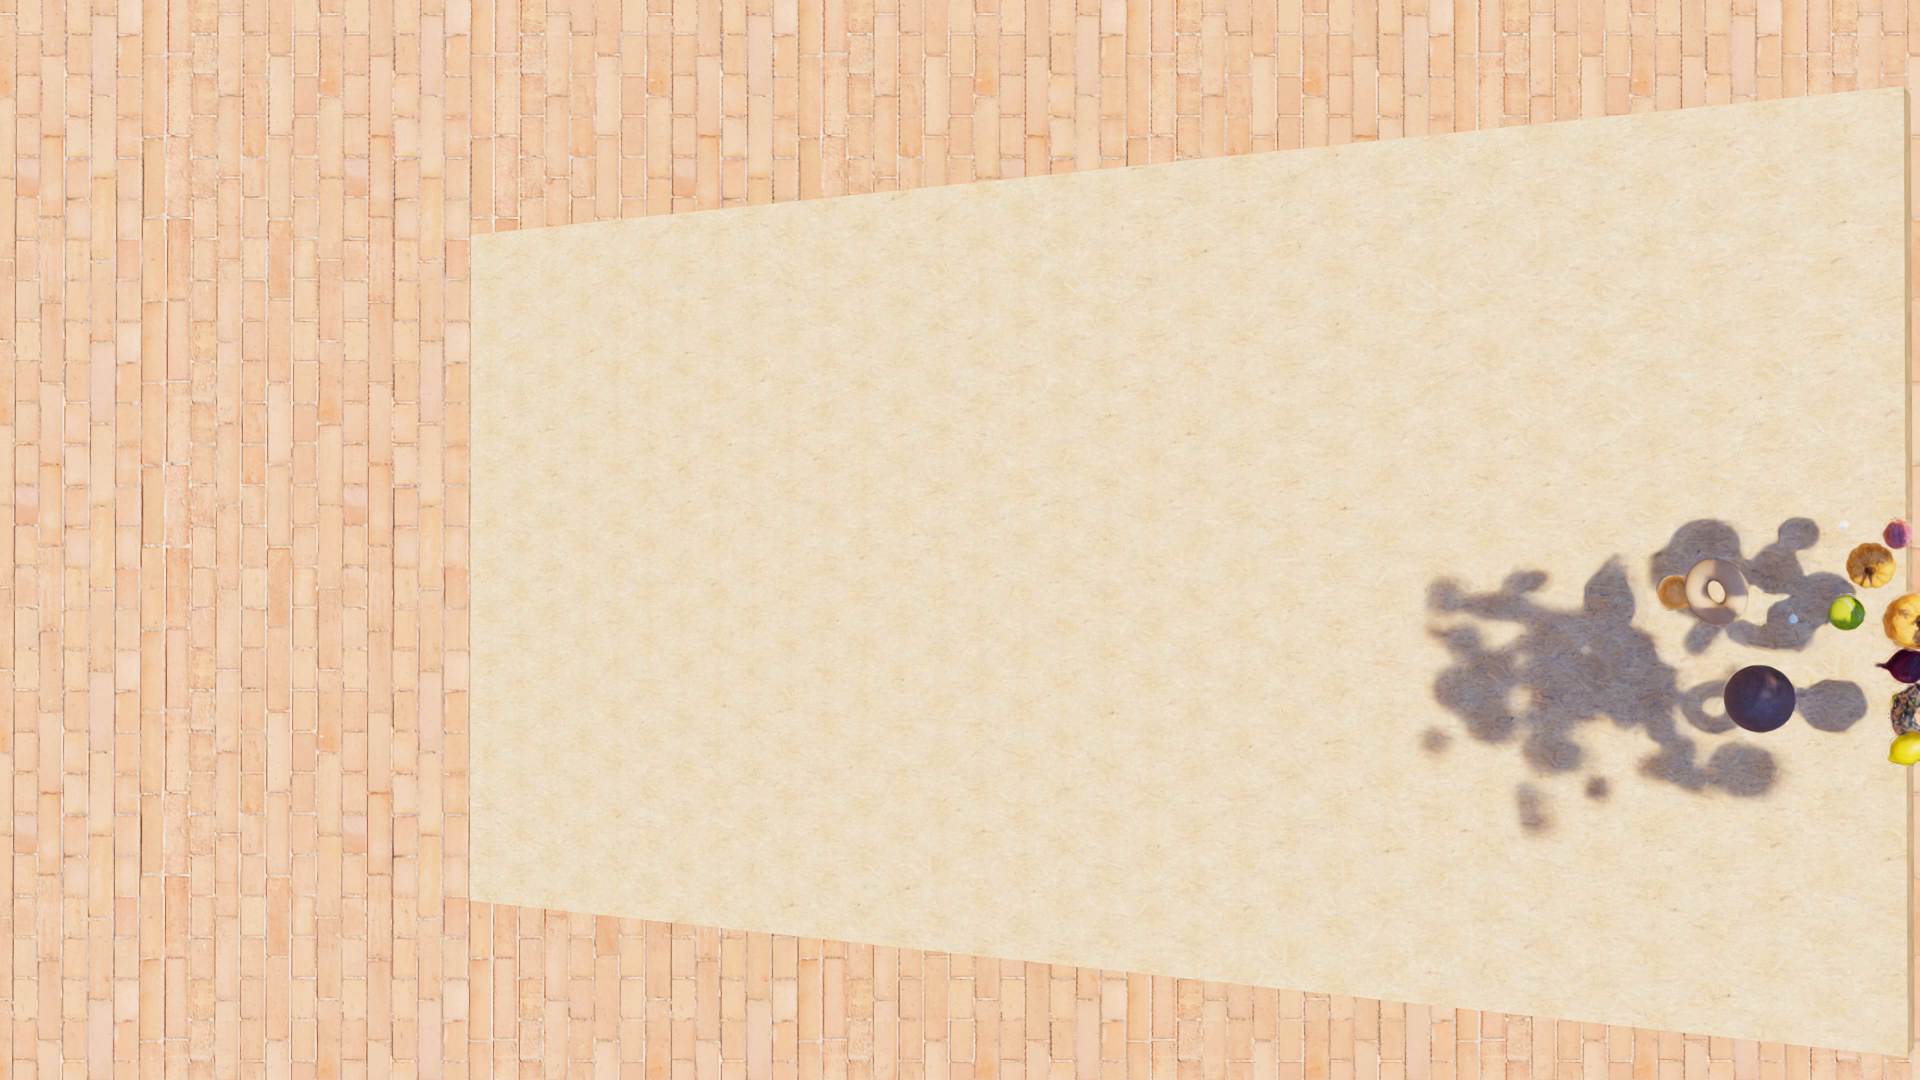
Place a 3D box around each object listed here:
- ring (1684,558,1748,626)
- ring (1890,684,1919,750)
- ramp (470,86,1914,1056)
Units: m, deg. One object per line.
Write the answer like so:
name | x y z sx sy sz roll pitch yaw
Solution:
ring | 1.467 0.100 4.265 0.045 0.134 0.134 -15 89 -37
ring | 1.680 0.308 3.821 0.119 0.040 0.119 -2 78 7
ramp | 0.265 0.073 5.611 4.000 0.100 2.000 0 89 31
